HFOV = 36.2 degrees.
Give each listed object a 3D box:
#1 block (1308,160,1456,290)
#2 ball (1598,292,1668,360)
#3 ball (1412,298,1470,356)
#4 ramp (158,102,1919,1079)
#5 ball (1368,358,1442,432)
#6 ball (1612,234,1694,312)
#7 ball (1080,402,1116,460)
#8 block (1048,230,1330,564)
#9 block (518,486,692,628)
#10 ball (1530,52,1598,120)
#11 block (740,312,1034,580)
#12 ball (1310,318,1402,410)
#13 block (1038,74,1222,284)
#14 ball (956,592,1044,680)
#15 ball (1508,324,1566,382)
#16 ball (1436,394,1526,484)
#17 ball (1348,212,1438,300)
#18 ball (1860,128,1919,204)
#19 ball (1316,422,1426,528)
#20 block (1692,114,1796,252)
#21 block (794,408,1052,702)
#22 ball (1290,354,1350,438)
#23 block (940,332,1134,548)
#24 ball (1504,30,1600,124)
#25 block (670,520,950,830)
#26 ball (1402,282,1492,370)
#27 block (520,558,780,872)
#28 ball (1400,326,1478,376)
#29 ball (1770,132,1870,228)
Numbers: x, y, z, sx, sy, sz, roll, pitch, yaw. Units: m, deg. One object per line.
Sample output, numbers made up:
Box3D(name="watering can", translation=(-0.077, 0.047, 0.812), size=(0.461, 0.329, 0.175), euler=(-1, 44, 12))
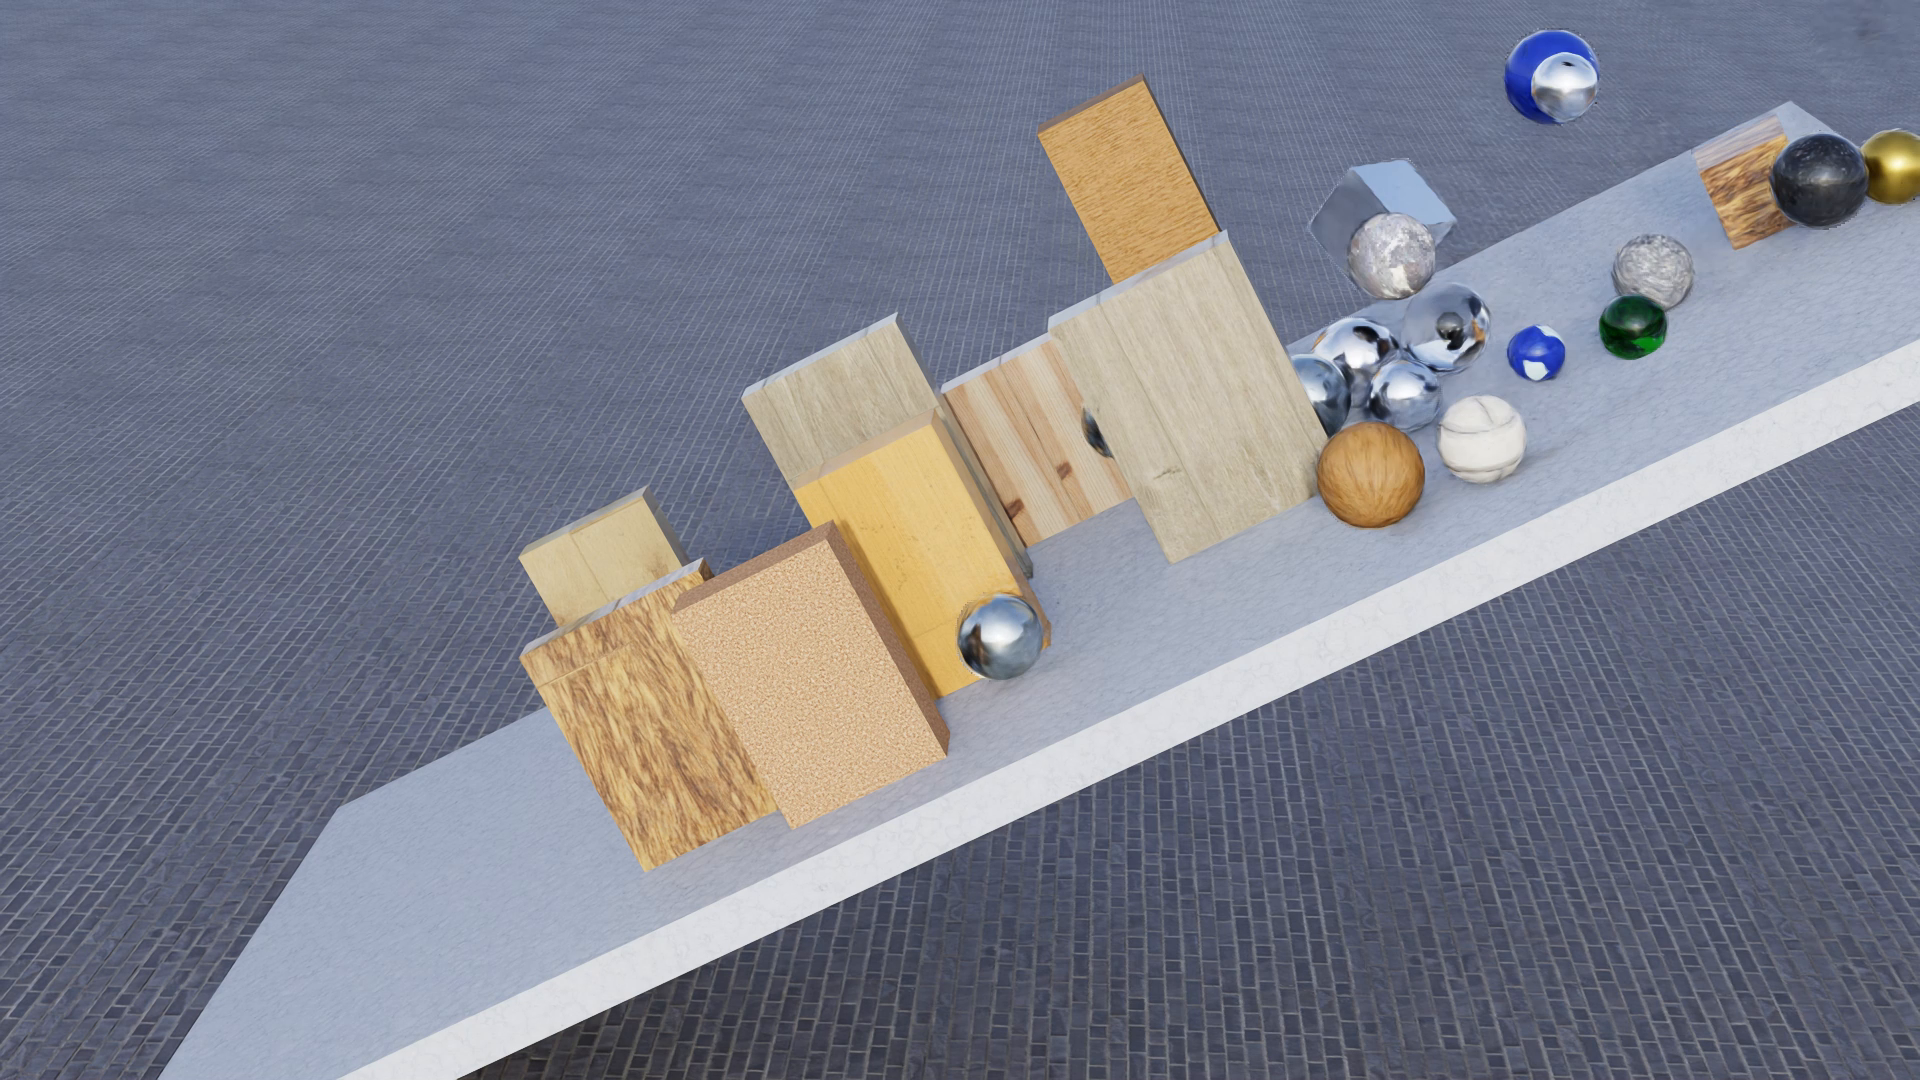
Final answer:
Box3D(name="block", translation=(0.952, -0.713, 6.636), size=(0.194, 0.194, 0.194), euler=(-13, 58, -42))
Box3D(name="ball", translation=(1.299, -0.412, 5.676), size=(0.130, 0.130, 0.130), euler=(0, 17, 0))
Box3D(name="ball", translation=(1.033, -0.460, 6.327), size=(0.125, 0.125, 0.125), euler=(0, 17, 0))
Box3D(name="ramp", translation=(0.140, 0.167, 6.281), size=(4.000, 0.100, 2.000), euler=(-26, 14, 10))
Box3D(name="ball", translation=(0.898, -0.292, 5.938), size=(0.147, 0.147, 0.147), euler=(0, 17, 0))
Box3D(name="ball", translation=(1.375, -0.529, 5.836), size=(0.160, 0.160, 0.160), euler=(0, 17, 0))
Box3D(name="ball", translation=(0.349, -0.262, 6.408), size=(0.174, 0.174, 0.174), euler=(0, 17, 0))
Box3D(name="block", translation=(0.477, -0.283, 5.889), size=(0.396, 0.545, 0.112), euler=(-26, 14, 10))
Box3D(name="block", translation=(-0.768, 0.156, 6.894), size=(0.331, 0.468, 0.091), euler=(-26, 14, 10))
Box3D(name="ball", translation=(1.198, -0.899, 5.828), size=(0.131, 0.131, 0.131), euler=(0, 17, 0))
Box3D(name="block", translation=(-0.153, -0.124, 6.355), size=(0.373, 0.634, 0.095), euler=(-26, 14, 10))
Box3D(name="ball", translation=(0.841, -0.376, 6.252), size=(0.195, 0.195, 0.195), euler=(0, 17, 0))
Box3D(name="block", translation=(0.477, -0.700, 6.957), size=(0.275, 0.750, 0.133), euler=(-26, 14, 10))
Box3D(name="ball", translation=(0.077, 0.186, 5.685), size=(0.169, 0.169, 0.169), euler=(0, 17, 0))
Box3D(name="ball", translation=(1.140, -0.370, 5.820), size=(0.113, 0.113, 0.113), euler=(0, 17, 0))
Box3D(name="ball", translation=(0.958, -0.186, 5.404), size=(0.164, 0.164, 0.164), euler=(0, 17, 0))
Box3D(name="ball", translation=(0.904, -0.592, 6.149), size=(0.185, 0.185, 0.185), euler=(0, 17, 0))
Box3D(name="ball", translation=(1.815, -0.725, 5.717), size=(0.146, 0.146, 0.146), euler=(0, 17, 0))
Box3D(name="ball", translation=(0.764, -0.121, 5.472), size=(0.200, 0.200, 0.200), euler=(0, 17, 0))
Box3D(name="block", translation=(1.629, -0.734, 6.025), size=(0.182, 0.182, 0.182), euler=(-24, 15, 17))
Box3D(name="block", translation=(-0.071, 0.039, 5.866), size=(0.306, 0.511, 0.124), euler=(-26, 14, 10))
Box3D(name="ball", translation=(0.713, -0.290, 6.092), size=(0.191, 0.191, 0.191), euler=(0, 17, 0))
Box3D(name="block", translation=(0.189, -0.230, 6.563), size=(0.312, 0.401, 0.095), euler=(-26, 14, 10))
Box3D(name="ball", translation=(1.249, -0.977, 6.205), size=(0.199, 0.199, 0.199), euler=(0, 17, 0))
Box3D(name="block", translation=(-0.279, 0.256, 5.560), size=(0.332, 0.479, 0.130), euler=(-26, 14, 10))
Box3D(name="ball", translation=(0.978, -0.430, 5.905), size=(0.178, 0.178, 0.178), euler=(0, 17, 0))
Box3D(name="block", translation=(-0.558, 0.344, 5.741), size=(0.398, 0.500, 0.083), euler=(-26, 14, 10))
Box3D(name="ball", translation=(1.011, -0.432, 6.160), size=(0.177, 0.177, 0.177), euler=(0, 17, 0))
Box3D(name="ball", translation=(1.649, -0.691, 5.642), size=(0.184, 0.184, 0.184), euler=(0, 17, 0))
